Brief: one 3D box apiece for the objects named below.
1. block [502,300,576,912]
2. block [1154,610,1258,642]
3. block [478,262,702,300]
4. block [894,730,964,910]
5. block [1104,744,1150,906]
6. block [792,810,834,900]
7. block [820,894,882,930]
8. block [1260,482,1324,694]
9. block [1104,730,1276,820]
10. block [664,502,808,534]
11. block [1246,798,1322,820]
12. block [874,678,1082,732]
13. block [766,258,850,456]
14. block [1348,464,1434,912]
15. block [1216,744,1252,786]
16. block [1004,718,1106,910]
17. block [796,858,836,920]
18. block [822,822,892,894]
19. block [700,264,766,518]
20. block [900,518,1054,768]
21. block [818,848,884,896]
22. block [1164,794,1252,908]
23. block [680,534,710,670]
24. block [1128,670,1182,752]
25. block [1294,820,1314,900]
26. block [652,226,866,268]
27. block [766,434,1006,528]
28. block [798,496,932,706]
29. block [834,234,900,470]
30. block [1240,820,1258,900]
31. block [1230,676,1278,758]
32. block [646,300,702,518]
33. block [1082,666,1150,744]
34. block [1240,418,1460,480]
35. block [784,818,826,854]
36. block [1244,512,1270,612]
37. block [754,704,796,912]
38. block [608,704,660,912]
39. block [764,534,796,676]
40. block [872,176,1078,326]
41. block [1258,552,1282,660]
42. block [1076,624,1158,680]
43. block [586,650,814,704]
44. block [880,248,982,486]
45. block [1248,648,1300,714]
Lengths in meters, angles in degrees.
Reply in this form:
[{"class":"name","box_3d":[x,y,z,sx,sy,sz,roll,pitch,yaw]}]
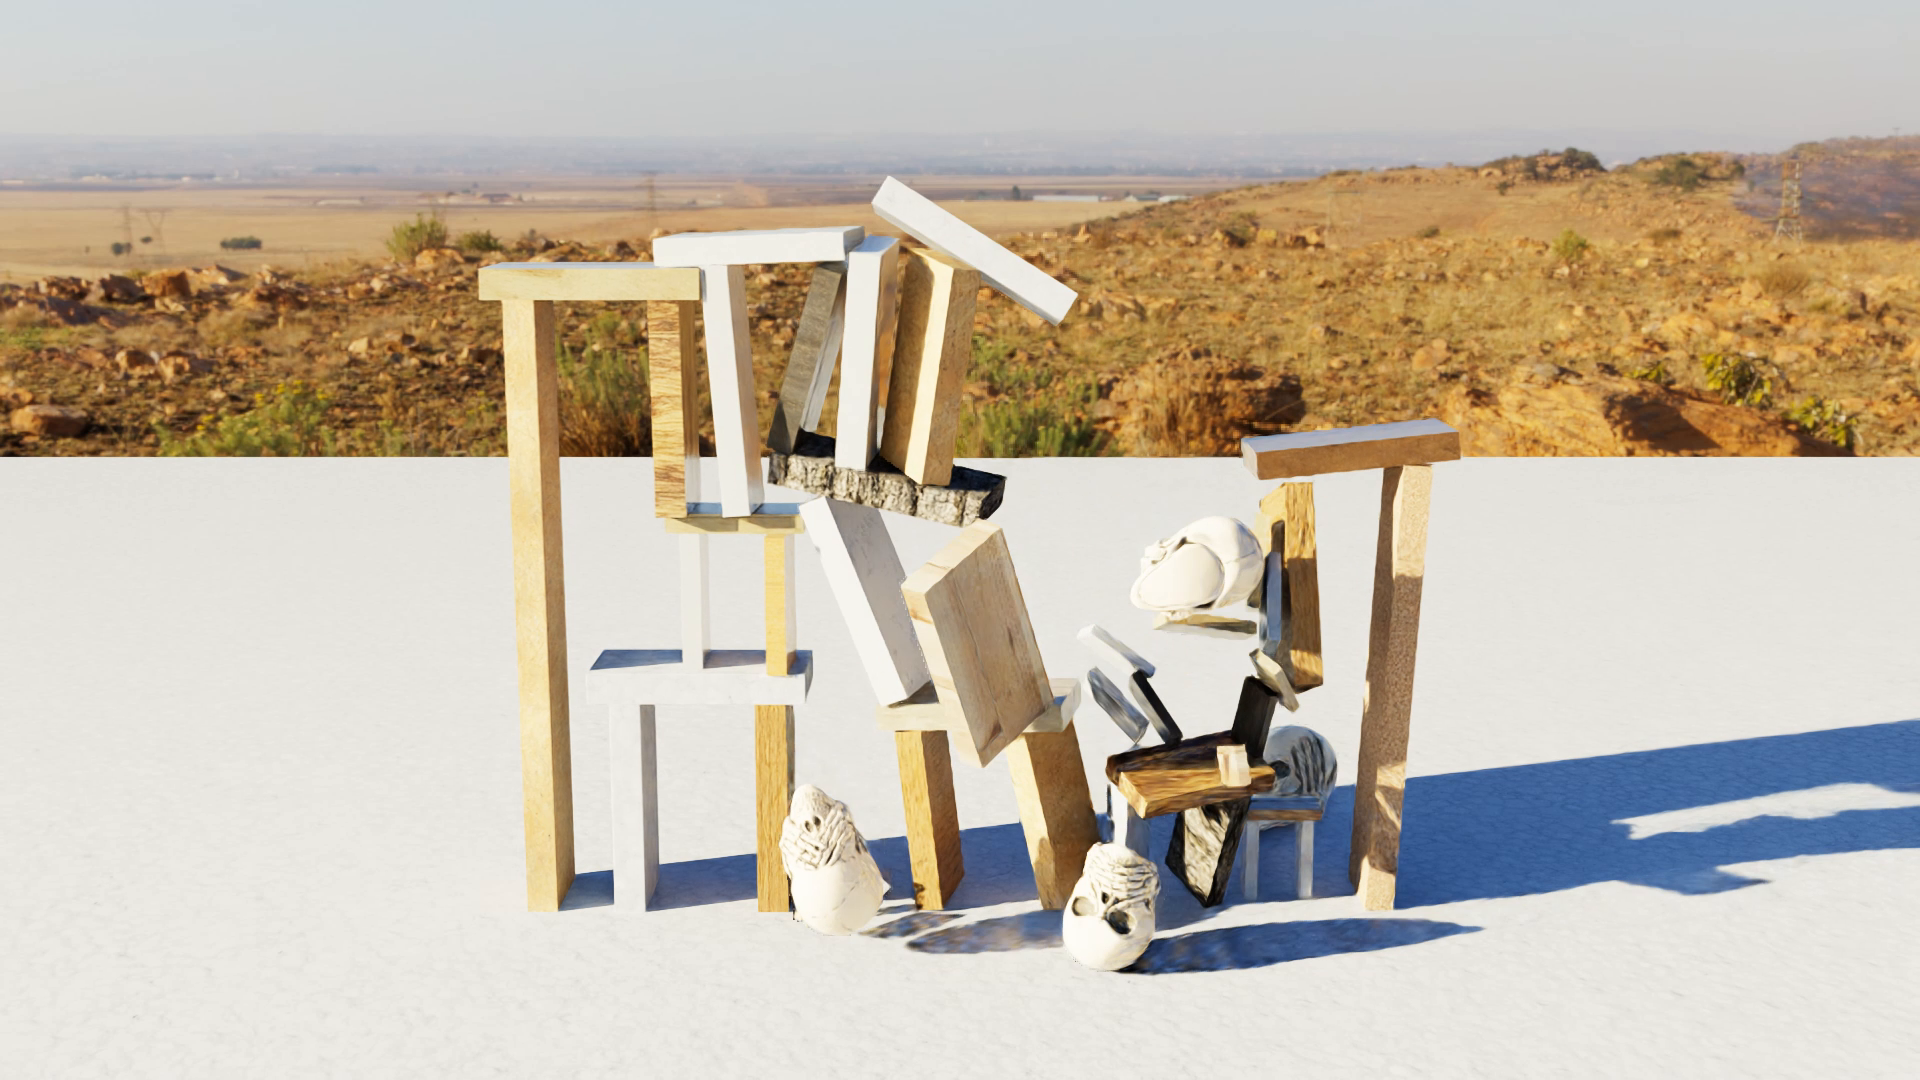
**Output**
[{"class":"block","box_3d":[-0.682,0.102,3.576,0.048,0.994,0.171,0,11,0]},{"class":"block","box_3d":[0.393,0.137,3.523,0.149,0.021,0.075,8,-12,-10]},{"class":"block","box_3d":[-0.572,-0.410,3.480,0.341,0.048,0.171,0,11,1]},{"class":"block","box_3d":[-0.049,0.438,3.627,0.043,0.305,0.153,-4,12,15]},{"class":"block","box_3d":[0.280,0.472,3.642,0.034,0.241,0.121,6,12,24]},{"class":"block","box_3d":[-0.245,0.523,3.651,0.020,0.139,0.069,-20,12,4]},{"class":"block","box_3d":[-0.171,0.590,3.484,0.049,0.014,0.098,-1,16,34]},{"class":"block","box_3d":[0.529,0.081,3.518,0.045,0.320,0.160,0,-10,-7]},{"class":"block","box_3d":[0.364,0.368,3.476,0.241,0.034,0.121,-9,36,-26]},{"class":"block","box_3d":[-0.357,-0.036,3.549,0.222,0.031,0.111,0,10,2]},{"class":"block","box_3d":[0.527,0.446,3.647,0.136,0.019,0.068,0,11,0]},{"class":"block","box_3d":[0.031,0.266,3.564,0.305,0.043,0.153,-1,13,15]},{"class":"block","box_3d":[-0.231,-0.298,3.503,0.043,0.302,0.151,19,18,5]},{"class":"block","box_3d":[0.702,0.230,3.598,0.045,0.732,0.160,3,11,-1]},{"class":"block","box_3d":[0.419,0.345,3.371,0.017,0.060,0.120,-8,-4,-7]},{"class":"block","box_3d":[0.158,0.435,3.613,0.043,0.305,0.153,-6,13,33]},{"class":"block","box_3d":[-0.232,0.561,3.536,0.014,0.098,0.049,24,14,38]},{"class":"block","box_3d":[-0.173,0.526,3.637,0.139,0.020,0.069,39,9,-8]},{"class":"block","box_3d":[-0.361,-0.244,3.502,0.043,0.394,0.151,-4,10,5]},{"class":"block","box_3d":[0.031,0.159,3.327,0.049,0.346,0.173,19,48,41]},{"class":"block","box_3d":[-0.183,0.540,3.655,0.139,0.020,0.069,40,9,-6]},{"class":"block","box_3d":[0.405,0.467,3.590,0.034,0.241,0.121,-9,35,-29]},{"class":"block","box_3d":[-0.430,0.089,3.576,0.031,0.222,0.111,0,11,0]},{"class":"block","box_3d":[0.309,0.270,3.482,0.018,0.125,0.063,-29,-21,-12]},{"class":"block","box_3d":[0.572,0.522,3.661,0.019,0.136,0.068,0,11,0]},{"class":"block","box_3d":[-0.312,-0.461,3.453,0.302,0.043,0.151,-1,11,11]},{"class":"block","box_3d":[-0.115,-0.097,3.523,0.347,0.049,0.173,13,17,11]},{"class":"block","box_3d":[-0.141,0.080,3.566,0.049,0.347,0.173,-20,6,23]},{"class":"block","box_3d":[-0.146,-0.298,3.479,0.048,0.340,0.170,7,18,7]},{"class":"block","box_3d":[0.482,0.522,3.661,0.019,0.136,0.068,0,11,0]},{"class":"block","box_3d":[0.467,0.281,3.493,0.017,0.120,0.060,-15,38,-35]},{"class":"block","box_3d":[-0.455,-0.219,3.515,0.048,0.341,0.171,-1,11,2]},{"class":"block","box_3d":[0.247,0.262,3.486,0.018,0.125,0.063,-36,-19,-21]},{"class":"block","box_3d":[0.624,-0.146,3.530,0.320,0.045,0.160,-6,10,0]},{"class":"block","box_3d":[-0.249,0.478,3.550,0.014,0.049,0.098,11,-8,27]},{"class":"block","box_3d":[0.471,0.037,3.487,0.021,0.149,0.075,6,-7,5]},{"class":"block","box_3d":[-0.304,0.419,3.635,0.049,0.349,0.175,0,11,0]},{"class":"block","box_3d":[-0.537,0.419,3.635,0.049,0.349,0.175,0,11,0]},{"class":"block","box_3d":[-0.288,0.096,3.534,0.031,0.222,0.111,1,11,4]},{"class":"block","box_3d":[0.023,-0.449,3.434,0.340,0.048,0.170,32,2,-2]},{"class":"block","box_3d":[0.489,0.105,3.469,0.021,0.156,0.075,6,-29,-1]},{"class":"block","box_3d":[0.250,0.181,3.513,0.125,0.018,0.063,36,-20,-9]},{"class":"block","box_3d":[-0.421,0.223,3.598,0.349,0.049,0.175,0,11,0]},{"class":"block","box_3d":[-0.049,-0.273,3.453,0.048,0.340,0.170,1,17,-26]},{"class":"block","box_3d":[0.492,0.220,3.440,0.017,0.120,0.060,-43,51,-9]}]
